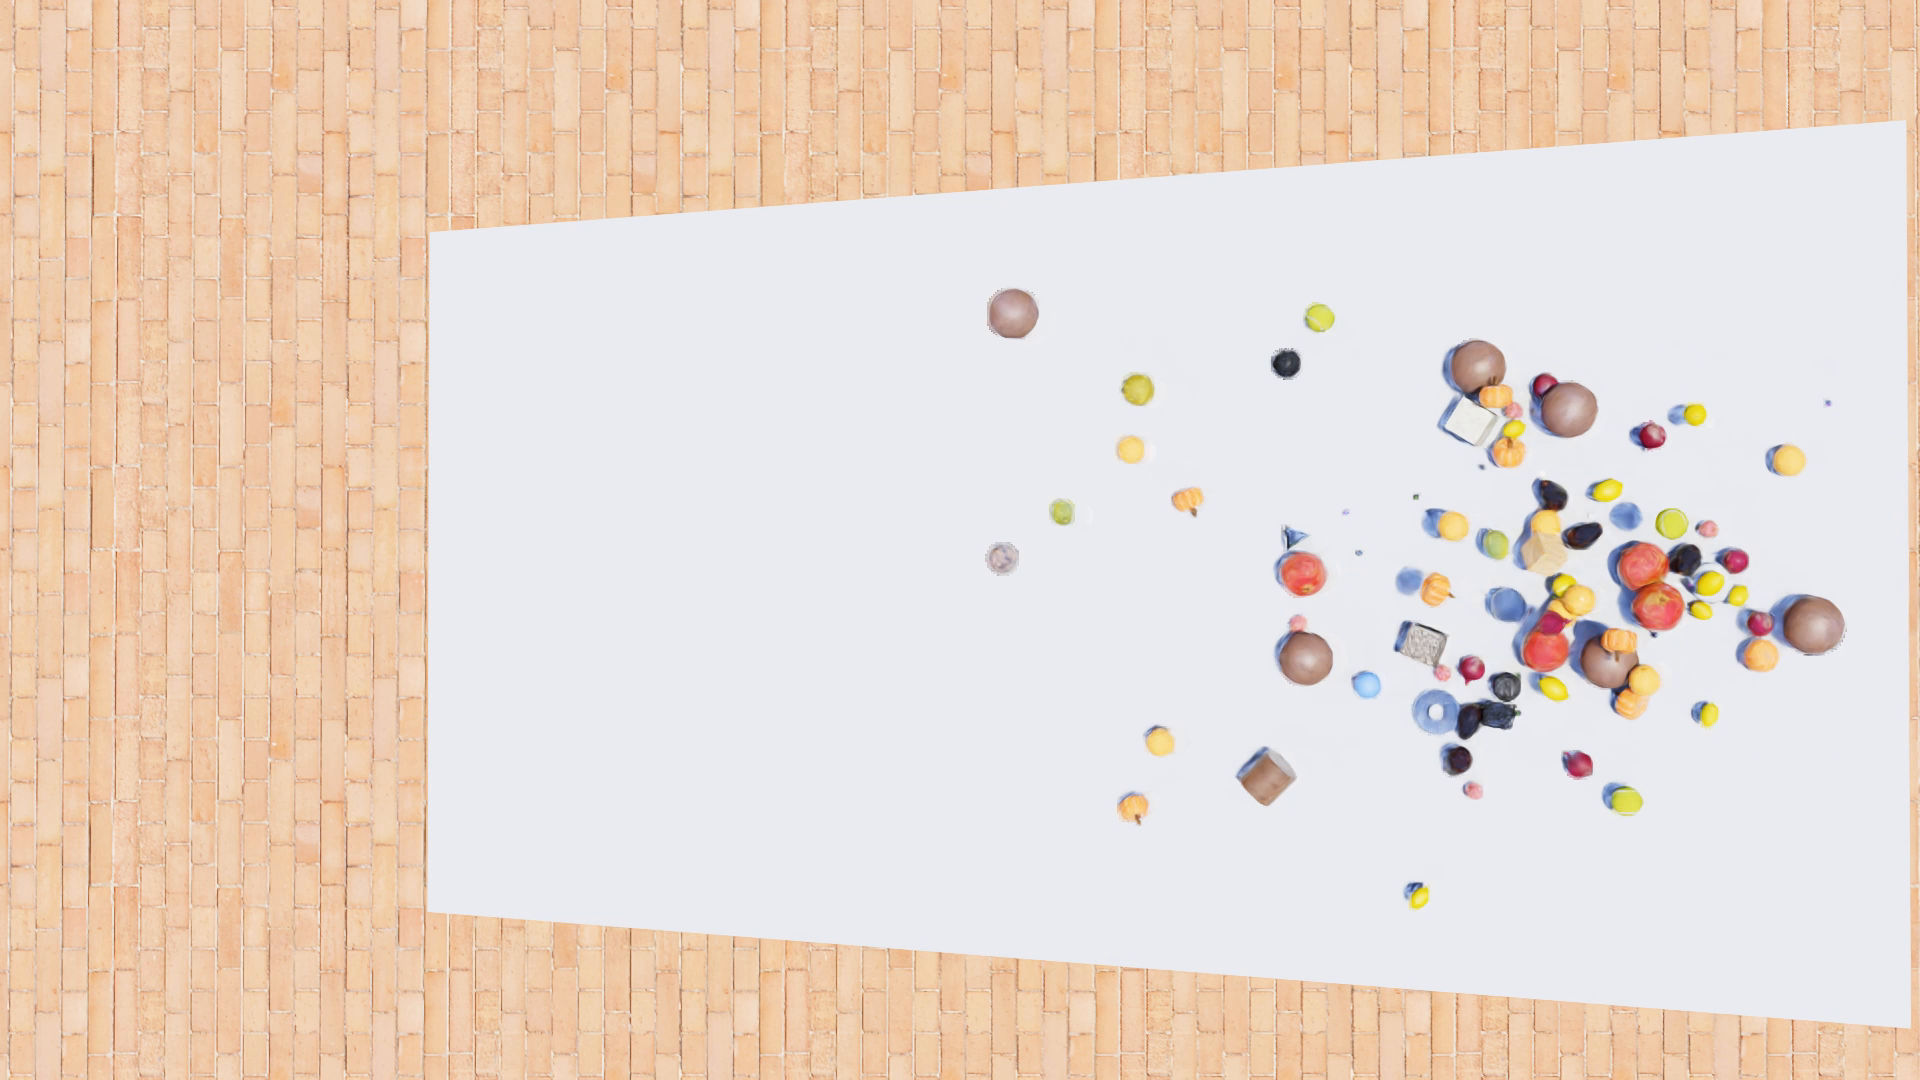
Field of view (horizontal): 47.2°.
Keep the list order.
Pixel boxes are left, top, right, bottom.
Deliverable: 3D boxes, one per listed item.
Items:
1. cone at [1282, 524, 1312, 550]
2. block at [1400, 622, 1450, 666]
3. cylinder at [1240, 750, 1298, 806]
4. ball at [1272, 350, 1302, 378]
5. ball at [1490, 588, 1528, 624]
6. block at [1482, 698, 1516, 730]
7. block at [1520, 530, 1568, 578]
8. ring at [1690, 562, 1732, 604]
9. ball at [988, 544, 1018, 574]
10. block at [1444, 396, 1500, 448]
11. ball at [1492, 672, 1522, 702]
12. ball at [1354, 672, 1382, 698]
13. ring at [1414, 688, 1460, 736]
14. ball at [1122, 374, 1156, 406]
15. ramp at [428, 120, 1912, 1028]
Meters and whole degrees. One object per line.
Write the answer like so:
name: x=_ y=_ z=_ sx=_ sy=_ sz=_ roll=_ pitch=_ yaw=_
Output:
cone: x=0.829 y=-0.010 z=5.386 sx=0.067 sy=0.067 sz=0.067 roll=-6 pitch=89 yaw=2
block: x=1.107 y=0.249 z=5.236 sx=0.079 sy=0.079 sz=0.079 roll=22 pitch=98 yaw=23
cylinder: x=0.755 y=0.582 z=5.378 sx=0.099 sy=0.099 sz=0.099 roll=42 pitch=106 yaw=0
ball: x=0.802 y=-0.431 z=5.385 sx=0.070 sy=0.070 sz=0.070 roll=0 pitch=89 yaw=0
ball: x=1.286 y=0.153 z=5.154 sx=0.084 sy=0.084 sz=0.084 roll=0 pitch=89 yaw=0
block: x=1.268 y=0.410 z=5.171 sx=0.060 sy=0.060 sz=0.060 roll=12 pitch=94 yaw=26
block: x=1.353 y=0.032 z=5.090 sx=0.068 sy=0.068 sz=0.068 roll=14 pitch=45 yaw=-21
ring: x=1.705 y=0.098 z=4.990 sx=0.094 sy=0.031 sz=0.094 roll=8 pitch=106 yaw=28
ball: x=0.110 y=0.049 z=5.684 sx=0.077 sy=0.077 sz=0.077 roll=0 pitch=89 yaw=0
block: x=1.210 y=-0.279 z=5.193 sx=0.084 sy=0.084 sz=0.084 roll=34 pitch=103 yaw=21
ball: x=1.284 y=0.345 z=5.162 sx=0.068 sy=0.068 sz=0.068 roll=0 pitch=89 yaw=0
ball: x=0.983 y=0.350 z=5.298 sx=0.065 sy=0.065 sz=0.065 roll=0 pitch=89 yaw=0
ring: x=1.137 y=0.410 z=5.244 sx=0.111 sy=0.037 sz=0.111 roll=0 pitch=91 yaw=25
ball: x=0.450 y=-0.378 z=5.534 sx=0.084 sy=0.084 sz=0.084 roll=0 pitch=89 yaw=0
ramp: x=0.283 y=0.083 z=5.704 sx=4.000 sy=0.100 sz=2.000 roll=0 pitch=89 yaw=24
